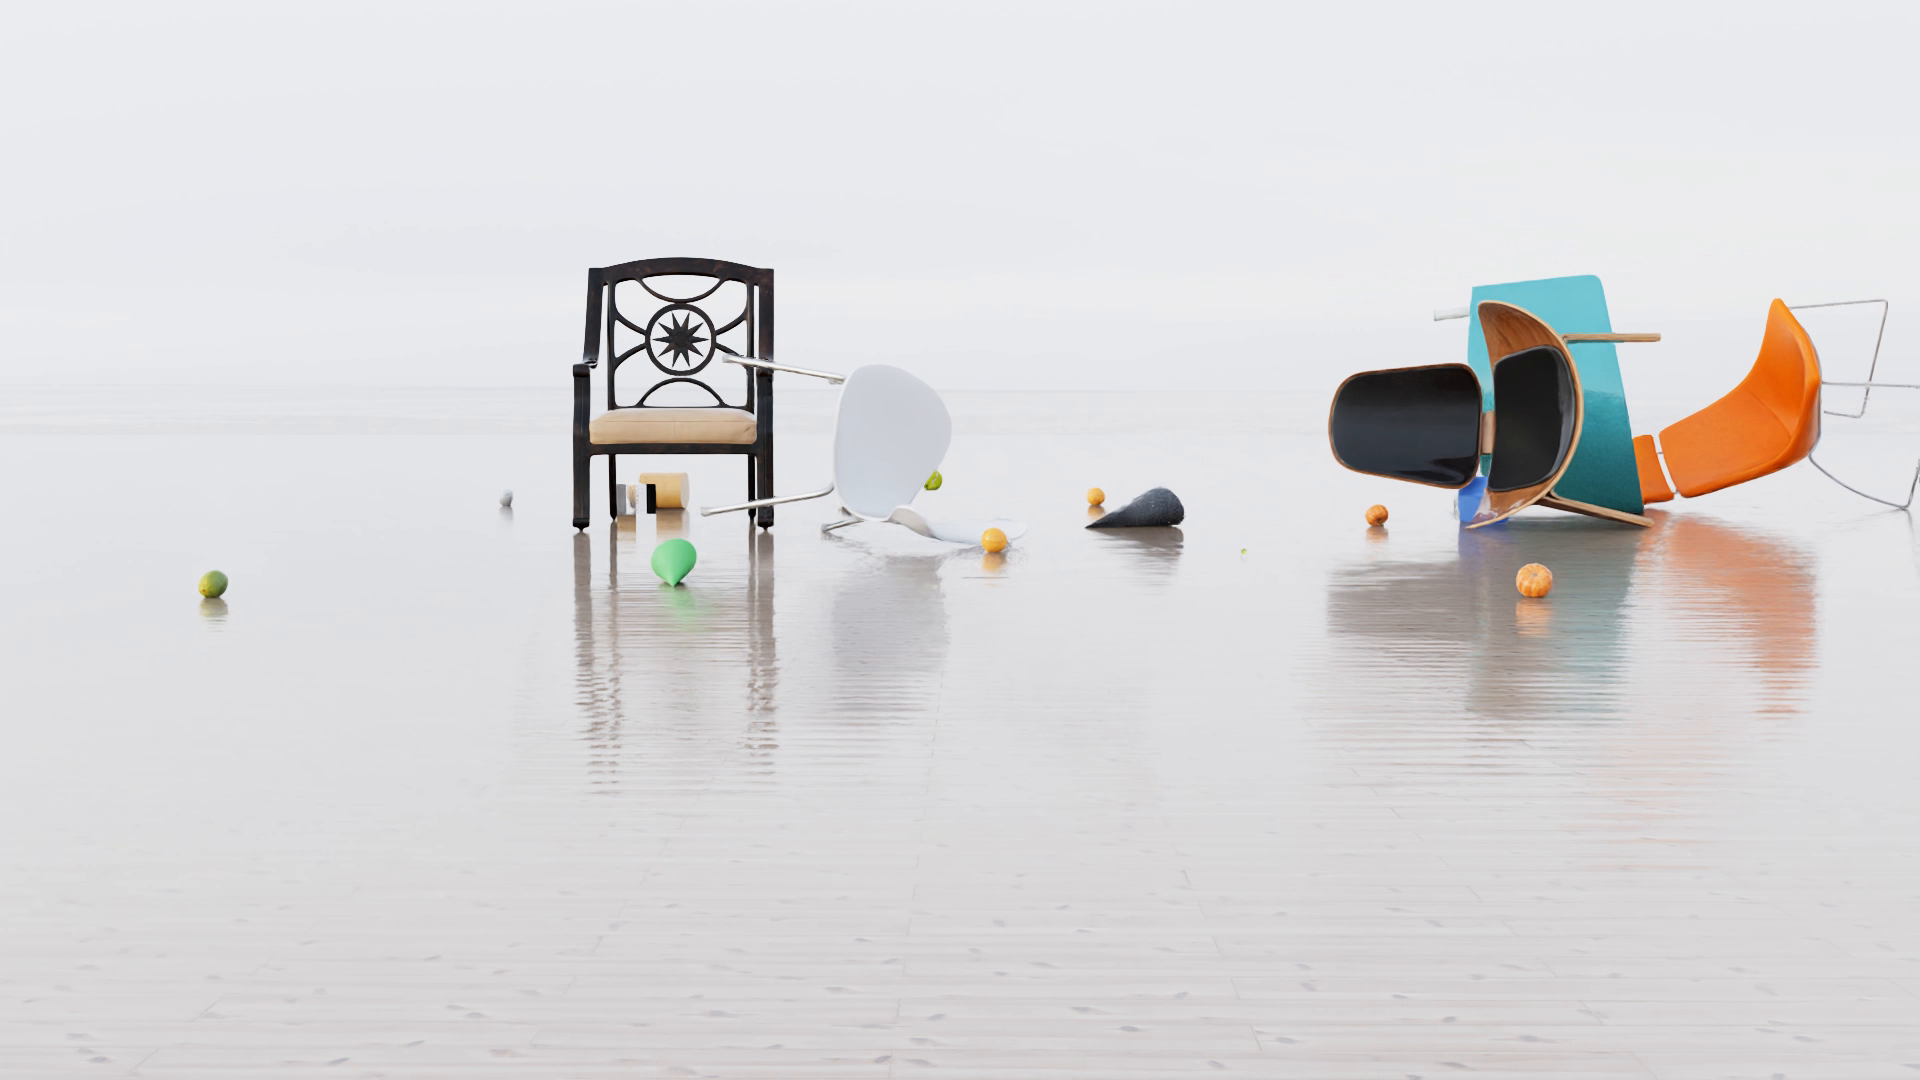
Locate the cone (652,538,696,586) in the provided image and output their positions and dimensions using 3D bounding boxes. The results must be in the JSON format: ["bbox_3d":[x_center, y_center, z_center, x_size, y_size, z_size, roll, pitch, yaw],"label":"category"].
[{"bbox_3d":[-0.662,0.076,5.082,0.112,0.098,0.181,-34,20,6],"label":"cone"}]

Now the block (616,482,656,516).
[{"bbox_3d":[-1.160,-0.147,7.879,0.097,0.110,0.101,3,5,36],"label":"block"}]

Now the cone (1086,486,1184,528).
[{"bbox_3d":[0.539,-0.076,7.176,0.317,0.129,0.217,-15,19,-24],"label":"cone"}]

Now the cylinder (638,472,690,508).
[{"bbox_3d":[-1.113,-0.187,8.267,0.161,0.138,0.151,0,7,6],"label":"cylinder"}]

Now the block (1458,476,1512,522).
[{"bbox_3d":[1.778,-0.139,7.449,0.157,0.105,0.123,2,34,22],"label":"block"}]

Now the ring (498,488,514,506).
[{"bbox_3d":[-1.743,-0.163,8.447,0.048,0.068,0.133,14,-8,-9],"label":"ring"}]
